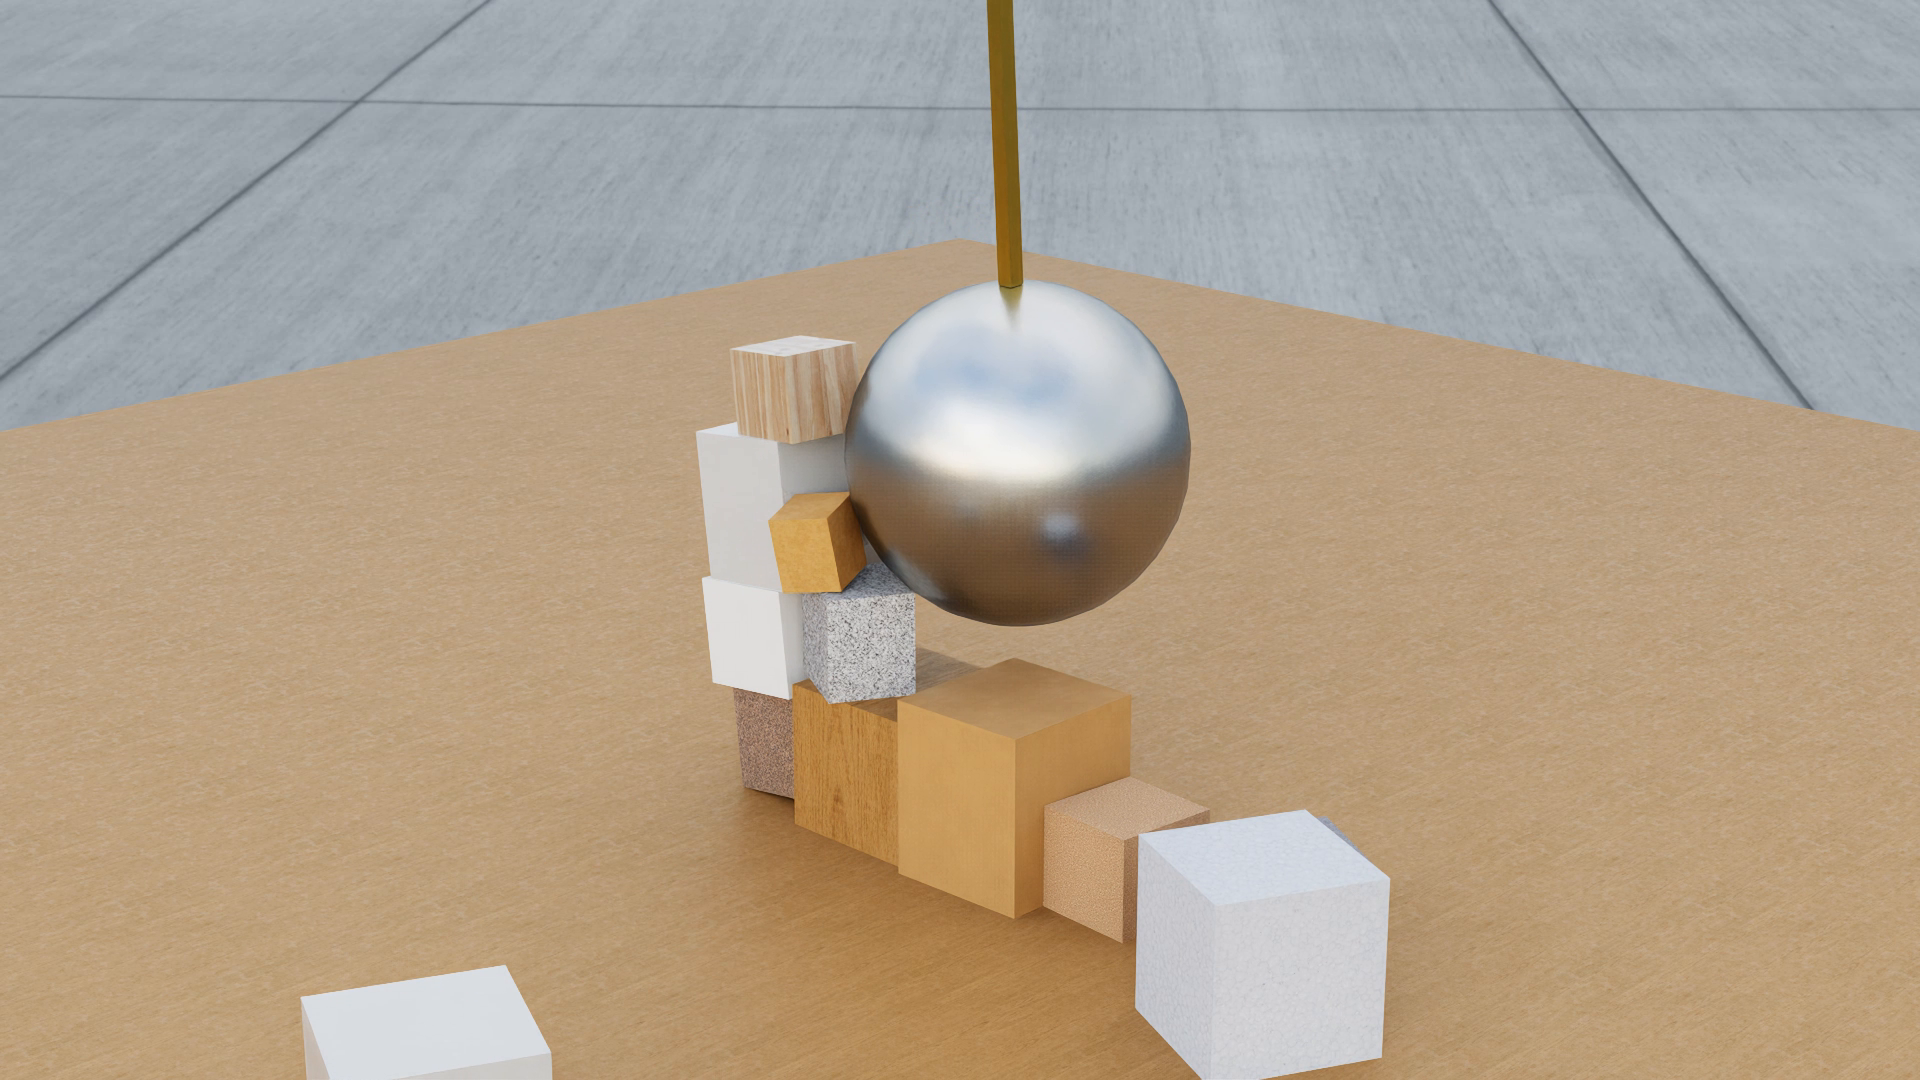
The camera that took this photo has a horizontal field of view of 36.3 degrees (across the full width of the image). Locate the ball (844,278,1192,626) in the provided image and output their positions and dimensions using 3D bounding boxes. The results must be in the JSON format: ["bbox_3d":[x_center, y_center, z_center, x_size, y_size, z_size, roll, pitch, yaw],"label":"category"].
[{"bbox_3d":[0.265,-0.401,13.493,1.600,1.600,1.600,0,17,0],"label":"ball"}]

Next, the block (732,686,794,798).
[{"bbox_3d":[-0.739,0.938,14.395,0.522,0.522,0.476,8,18,44],"label":"block"}]

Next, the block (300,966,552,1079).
[{"bbox_3d":[-1.907,2.071,10.532,0.751,0.733,0.746,-6,19,-20],"label":"block"}]

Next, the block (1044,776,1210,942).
[{"bbox_3d":[0.739,1.414,13.036,0.527,0.485,0.510,-15,23,-39],"label":"block"}]

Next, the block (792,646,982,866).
[{"bbox_3d":[-0.245,1.013,13.935,0.794,0.711,0.745,-17,24,-42],"label":"block"}]

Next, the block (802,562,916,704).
[{"bbox_3d":[-0.478,0.432,13.764,0.418,0.500,0.482,-5,18,-16],"label":"block"}]

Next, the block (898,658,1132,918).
[{"bbox_3d":[0.248,1.115,13.379,0.720,0.850,0.781,16,23,41],"label":"block"}]

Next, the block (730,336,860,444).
[{"bbox_3d":[-0.772,-0.715,13.850,0.406,0.411,0.465,-14,16,-35],"label":"block"}]

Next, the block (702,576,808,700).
[{"bbox_3d":[-0.840,0.417,14.341,0.544,0.530,0.586,-16,17,-41],"label":"block"}]

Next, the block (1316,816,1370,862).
[{"bbox_3d":[1.407,1.548,12.612,0.568,0.484,0.563,-5,18,-14],"label":"block"}]

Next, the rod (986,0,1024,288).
[{"bbox_3d":[0.115,-3.593,12.333,0.080,5.200,0.080,17,28,42],"label":"rod"}]

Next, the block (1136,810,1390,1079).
[{"bbox_3d":[1.208,1.635,11.839,0.753,0.781,0.743,-6,19,-19],"label":"block"}]

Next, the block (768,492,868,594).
[{"bbox_3d":[-0.660,0.011,13.630,0.296,0.364,0.333,-2,22,22],"label":"block"}]

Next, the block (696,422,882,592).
[{"bbox_3d":[-0.813,-0.198,14.181,0.608,0.732,0.612,-16,17,-41],"label":"block"}]
